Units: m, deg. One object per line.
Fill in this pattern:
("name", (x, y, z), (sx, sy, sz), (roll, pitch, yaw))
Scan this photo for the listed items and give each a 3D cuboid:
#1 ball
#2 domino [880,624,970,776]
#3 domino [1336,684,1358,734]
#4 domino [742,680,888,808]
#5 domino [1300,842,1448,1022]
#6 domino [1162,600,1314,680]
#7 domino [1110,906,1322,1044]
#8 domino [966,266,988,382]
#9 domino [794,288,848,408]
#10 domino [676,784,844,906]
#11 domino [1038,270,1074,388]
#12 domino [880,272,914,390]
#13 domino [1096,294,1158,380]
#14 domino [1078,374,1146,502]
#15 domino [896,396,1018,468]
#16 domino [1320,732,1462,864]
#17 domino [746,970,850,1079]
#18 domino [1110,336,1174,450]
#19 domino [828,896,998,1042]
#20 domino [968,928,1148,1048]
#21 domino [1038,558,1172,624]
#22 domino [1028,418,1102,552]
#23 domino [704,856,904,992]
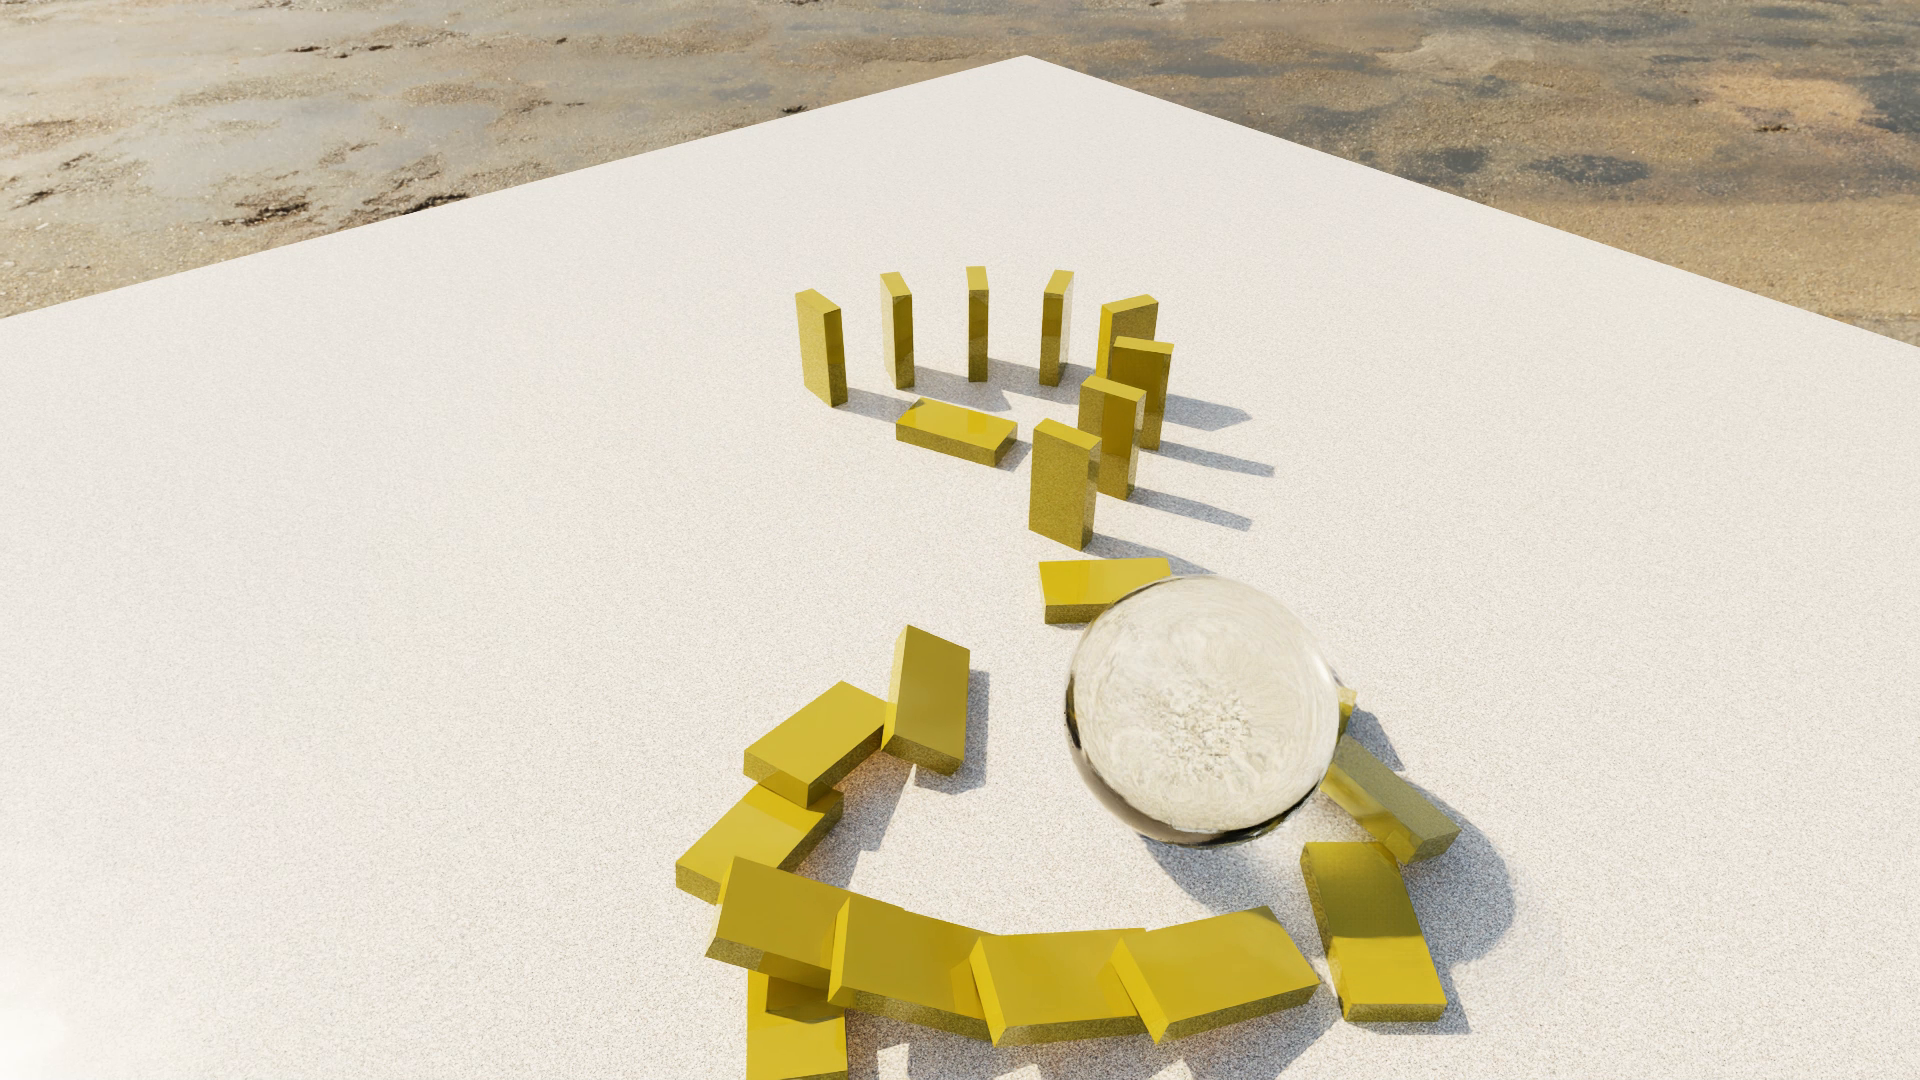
("ball", (0.070, 0.050, 0.326), (0.080, 0.080, 0.080), (0, 39, 0))
("domino", (-0.011, 0.053, 0.370), (0.025, 0.010, 0.050), (24, 37, -15))
("domino", (0.108, 0.050, 0.373), (0.050, 0.009, 0.025), (18, 10, 21))
("domino", (-0.044, 0.065, 0.355), (0.025, 0.009, 0.050), (22, 30, 24))
("domino", (0.115, 0.109, 0.310), (0.025, 0.010, 0.050), (0, 39, 0))
("domino", (0.099, 0.035, 0.390), (0.050, 0.009, 0.025), (17, 9, 16))
("domino", (0.068, 0.115, 0.293), (0.050, 0.009, 0.025), (-1, 37, -27))
("domino", (0.008, -0.106, 0.541), (0.009, 0.050, 0.025), (-2, 39, -2))
("domino", (-0.066, -0.091, 0.522), (0.010, 0.050, 0.025), (-26, 46, -28))
("domino", (-0.058, 0.089, 0.327), (0.025, 0.009, 0.050), (17, 29, 20))
("domino", (0.047, -0.103, 0.537), (0.009, 0.050, 0.025), (10, 40, 12))
("domino", (-0.030, -0.102, 0.536), (0.009, 0.050, 0.025), (-11, 41, -13))
("domino", (0.078, -0.089, 0.520), (0.025, 0.050, 0.010), (-17, 42, -20))
("domino", (0.062, -0.043, 0.463), (0.025, 0.050, 0.010), (21, 44, 23))
("domino", (-0.002, -0.050, 0.504), (0.050, 0.010, 0.025), (17, 42, 20))
("domino", (0.126, 0.077, 0.341), (0.025, 0.009, 0.050), (4, 30, -42))
("domino", (-0.044, 0.121, 0.295), (0.025, 0.009, 0.050), (-5, 40, -6))
("domino", (0.080, -0.065, 0.491), (0.025, 0.050, 0.010), (11, 41, 13))
("domino", (-0.008, 0.113, 0.289), (0.050, 0.010, 0.025), (20, 37, -15))
("domino", (0.030, 0.117, 0.289), (0.050, 0.009, 0.025), (5, 36, -22))
("domino", (0.056, 0.019, 0.420), (0.050, 0.009, 0.025), (-2, 39, -2))
("domino", (0.041, -0.022, 0.438), (0.025, 0.050, 0.010), (24, 45, 27))
("domino", (-0.040, 0.105, 0.294), (0.050, 0.009, 0.025), (22, 33, -13))
